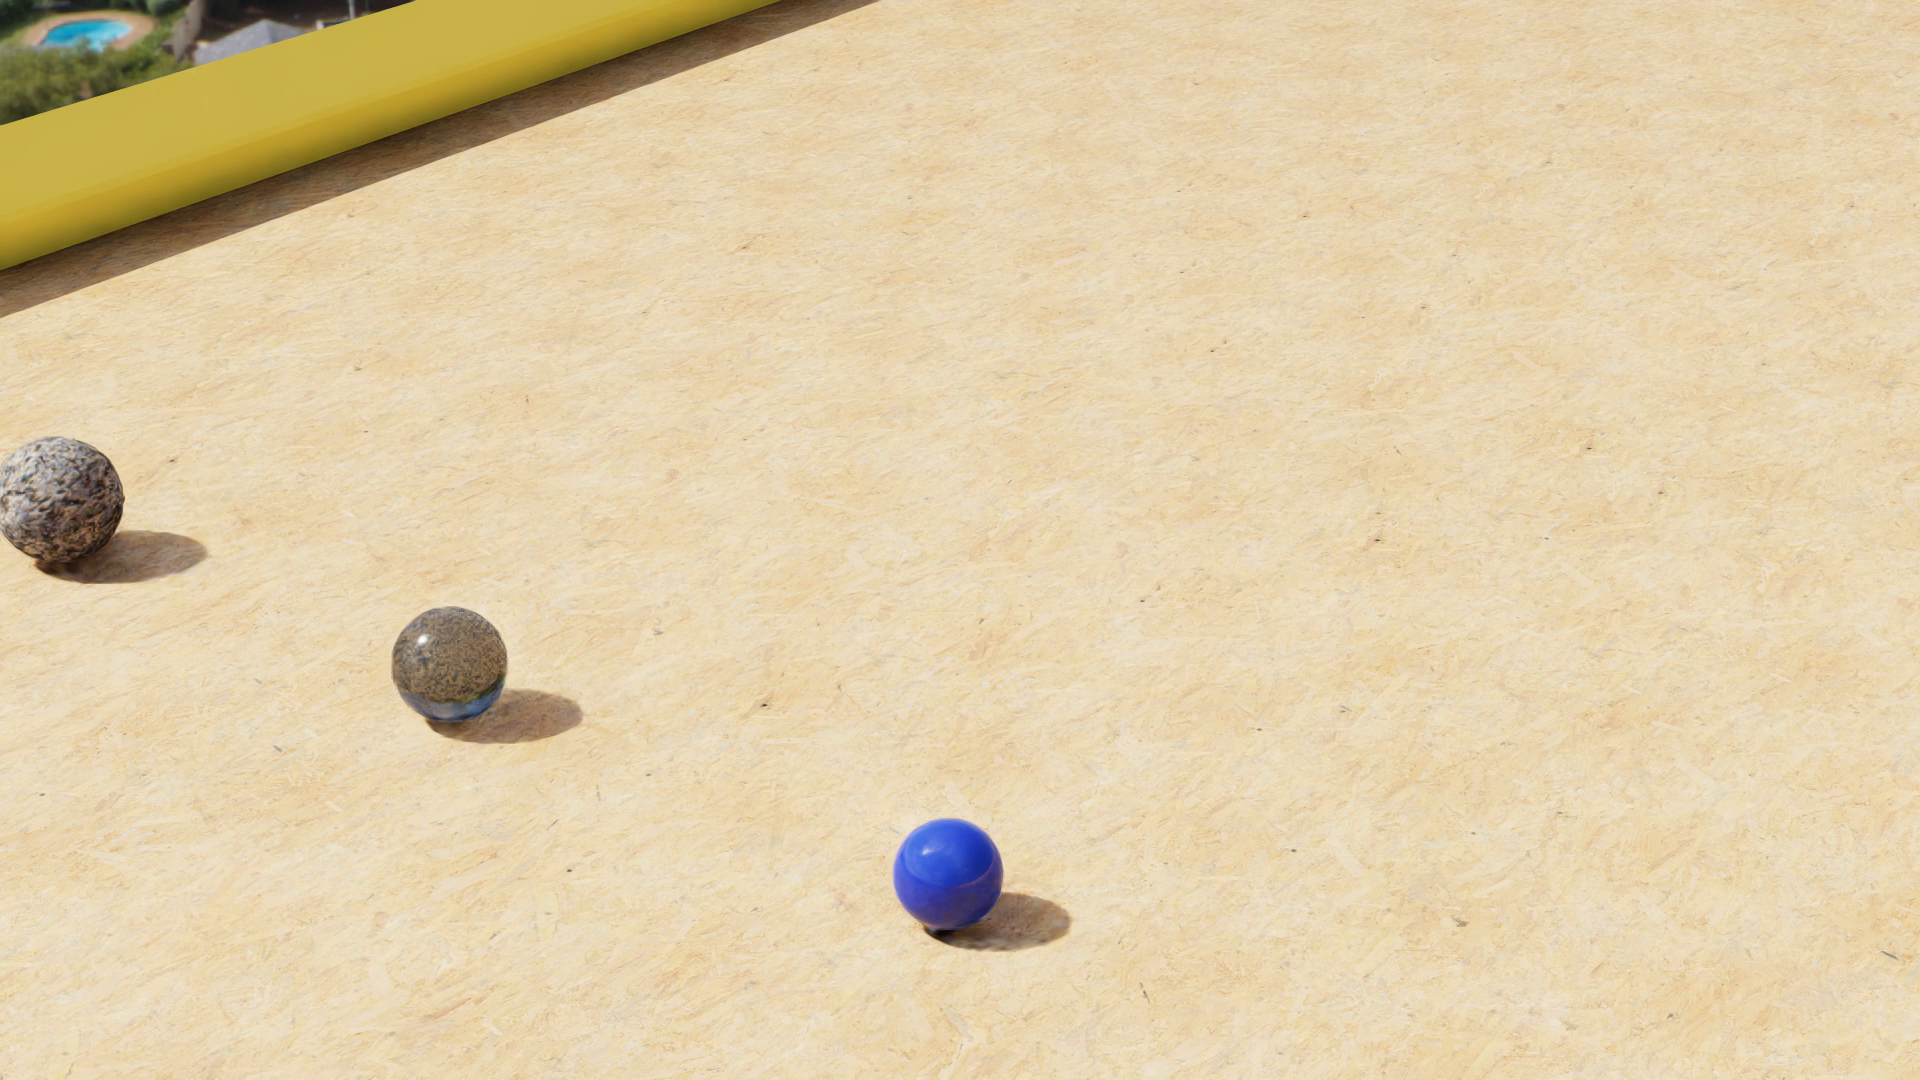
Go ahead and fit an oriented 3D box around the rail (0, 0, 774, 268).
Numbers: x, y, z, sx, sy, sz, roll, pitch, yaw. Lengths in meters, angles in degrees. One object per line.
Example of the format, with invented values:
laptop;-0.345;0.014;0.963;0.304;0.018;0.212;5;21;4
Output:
rail;-0.258;-0.570;2.983;0.045;0.114;3.677;16;30;31

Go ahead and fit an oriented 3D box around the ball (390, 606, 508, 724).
ball;-0.291;0.071;1.675;0.067;0.067;0.067;0;25;0

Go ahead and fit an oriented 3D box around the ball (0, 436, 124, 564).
ball;-0.571;-0.025;1.864;0.080;0.080;0.080;0;25;0

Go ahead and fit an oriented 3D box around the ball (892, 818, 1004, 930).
ball;-0.006;0.168;1.480;0.057;0.057;0.057;0;25;0
